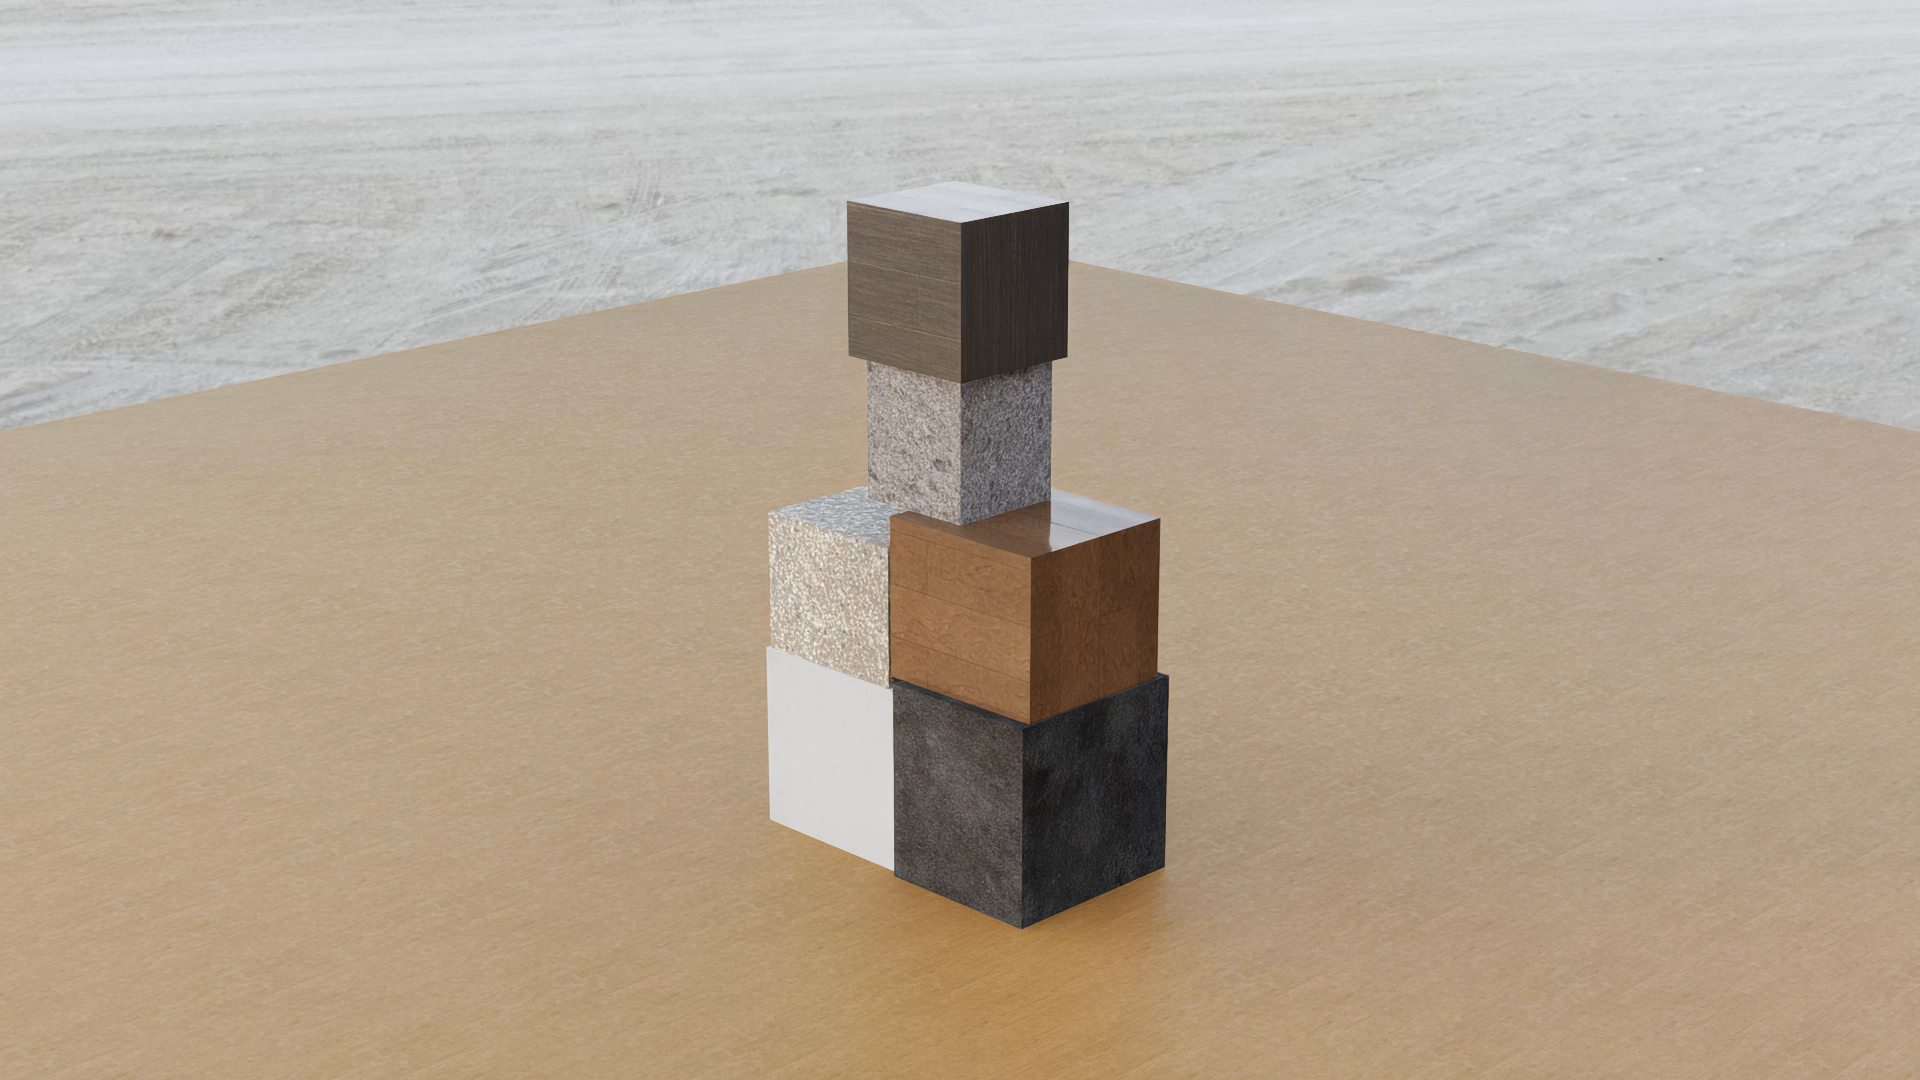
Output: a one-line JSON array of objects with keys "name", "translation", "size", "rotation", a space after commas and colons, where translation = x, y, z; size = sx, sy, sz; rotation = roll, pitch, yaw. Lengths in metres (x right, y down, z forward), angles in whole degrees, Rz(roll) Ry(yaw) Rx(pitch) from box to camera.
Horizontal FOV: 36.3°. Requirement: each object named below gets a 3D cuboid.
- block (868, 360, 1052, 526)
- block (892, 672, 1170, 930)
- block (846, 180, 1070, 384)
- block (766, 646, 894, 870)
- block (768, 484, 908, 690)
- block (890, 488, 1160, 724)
[{"name": "block", "translation": [-0.002, -0.504, 13.181], "size": [0.578, 0.664, 0.591], "rotation": [-17, 24, -42]}, {"name": "block", "translation": [0.322, 1.077, 13.350], "size": [0.956, 0.940, 0.809], "rotation": [-17, 24, -42]}, {"name": "block", "translation": [-0.009, -1.153, 12.970], "size": [0.672, 0.701, 0.709], "rotation": [-17, 24, -42]}, {"name": "block", "translation": [-0.285, 0.924, 13.941], "size": [0.881, 0.877, 0.891], "rotation": [-17, 24, -42]}, {"name": "block", "translation": [-0.323, 0.186, 13.711], "size": [0.802, 0.668, 0.801], "rotation": [-17, 24, -42]}, {"name": "block", "translation": [0.290, 0.258, 13.125], "size": [0.832, 0.757, 0.866], "rotation": [-17, 24, -42]}]
